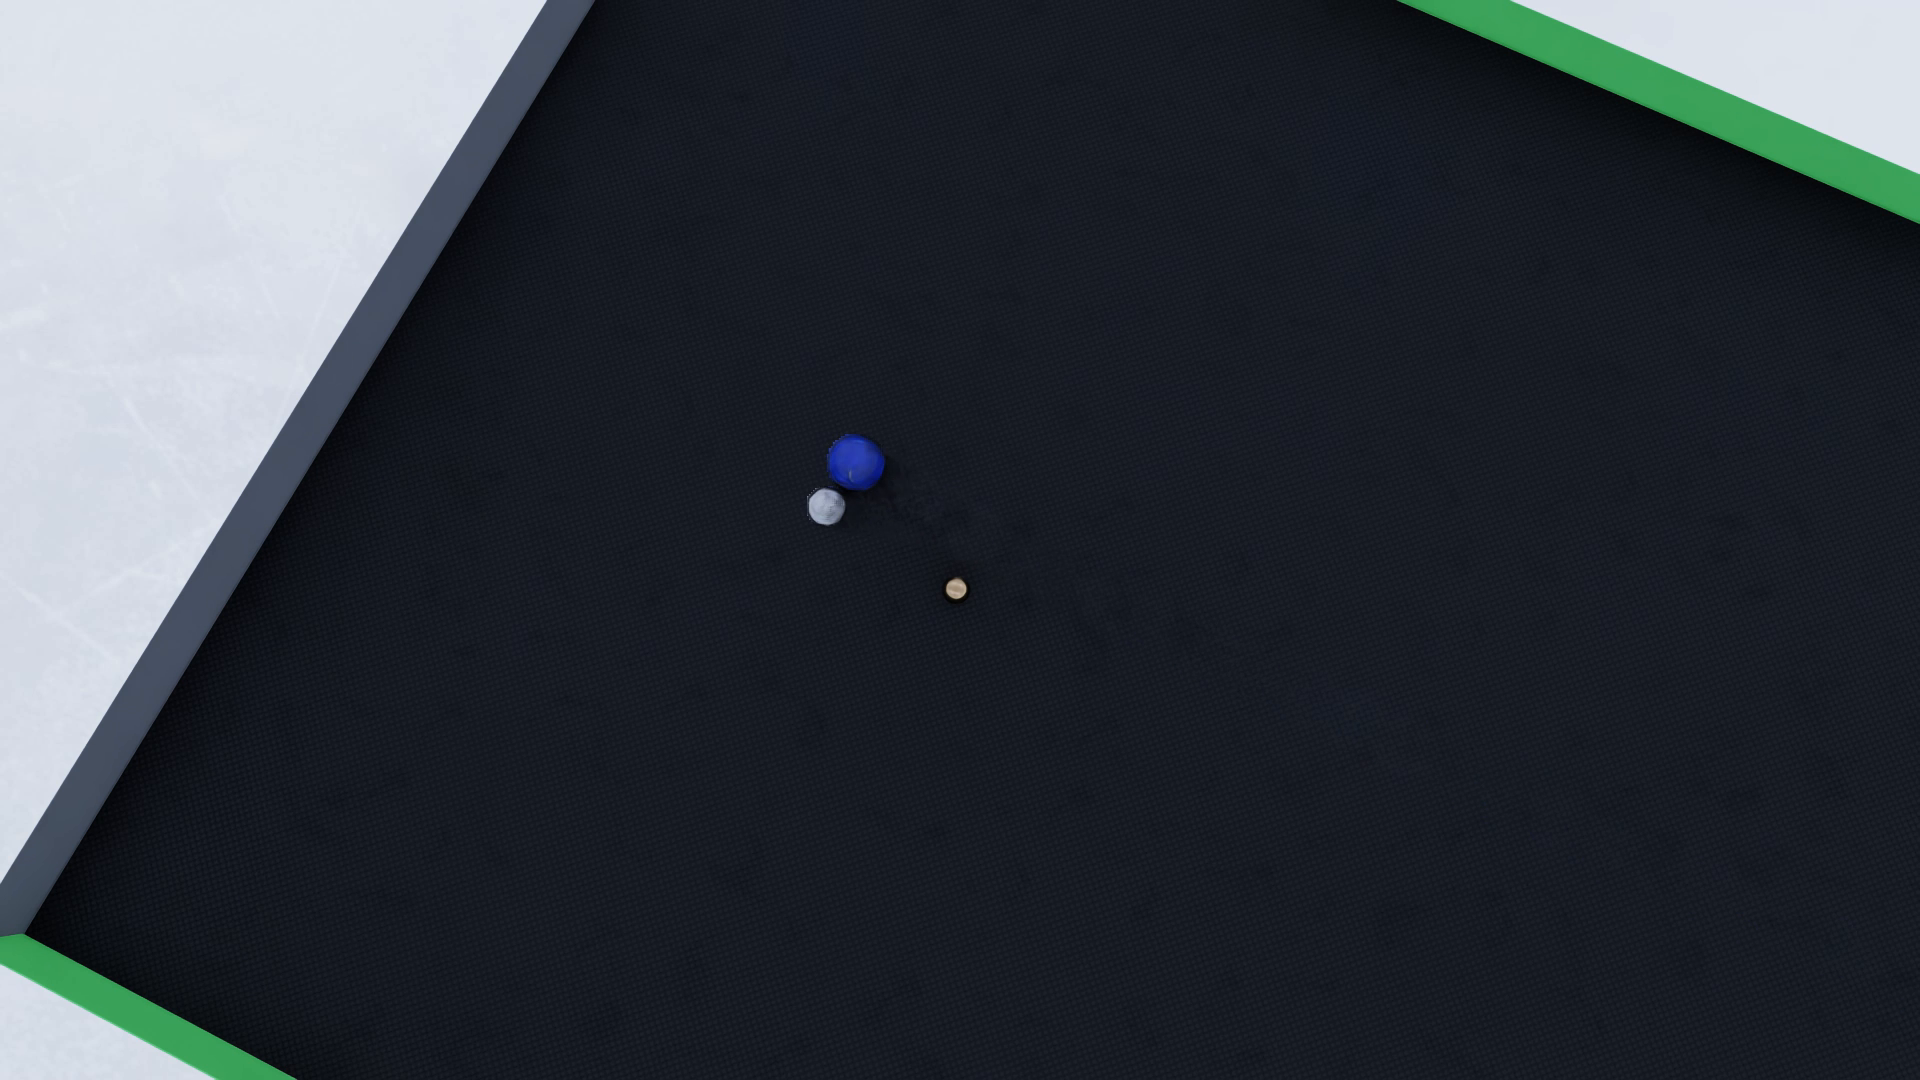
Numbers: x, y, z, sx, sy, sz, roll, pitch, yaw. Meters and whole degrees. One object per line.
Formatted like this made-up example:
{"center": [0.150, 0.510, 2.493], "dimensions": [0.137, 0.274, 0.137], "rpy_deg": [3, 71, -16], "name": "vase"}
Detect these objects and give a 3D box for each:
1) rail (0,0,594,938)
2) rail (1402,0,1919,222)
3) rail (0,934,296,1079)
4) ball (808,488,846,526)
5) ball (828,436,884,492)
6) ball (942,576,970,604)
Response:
{"center": [-0.868, -0.421, 3.478], "dimensions": [0.045, 0.112, 2.379], "rpy_deg": [25, 75, 7], "name": "rail"}
{"center": [1.407, -0.588, 3.528], "dimensions": [3.970, 0.112, 0.045], "rpy_deg": [25, 75, 7], "name": "rail"}
{"center": [0.372, 1.414, 2.930], "dimensions": [3.970, 0.112, 0.045], "rpy_deg": [25, 75, 7], "name": "rail"}
{"center": [-0.206, -0.051, 3.397], "dimensions": [0.057, 0.057, 0.057], "rpy_deg": [0, 73, 0], "name": "ball"}
{"center": [-0.160, -0.118, 3.402], "dimensions": [0.086, 0.086, 0.086], "rpy_deg": [0, 73, 0], "name": "ball"}
{"center": [-0.006, 0.077, 3.366], "dimensions": [0.044, 0.044, 0.044], "rpy_deg": [0, 73, 0], "name": "ball"}
